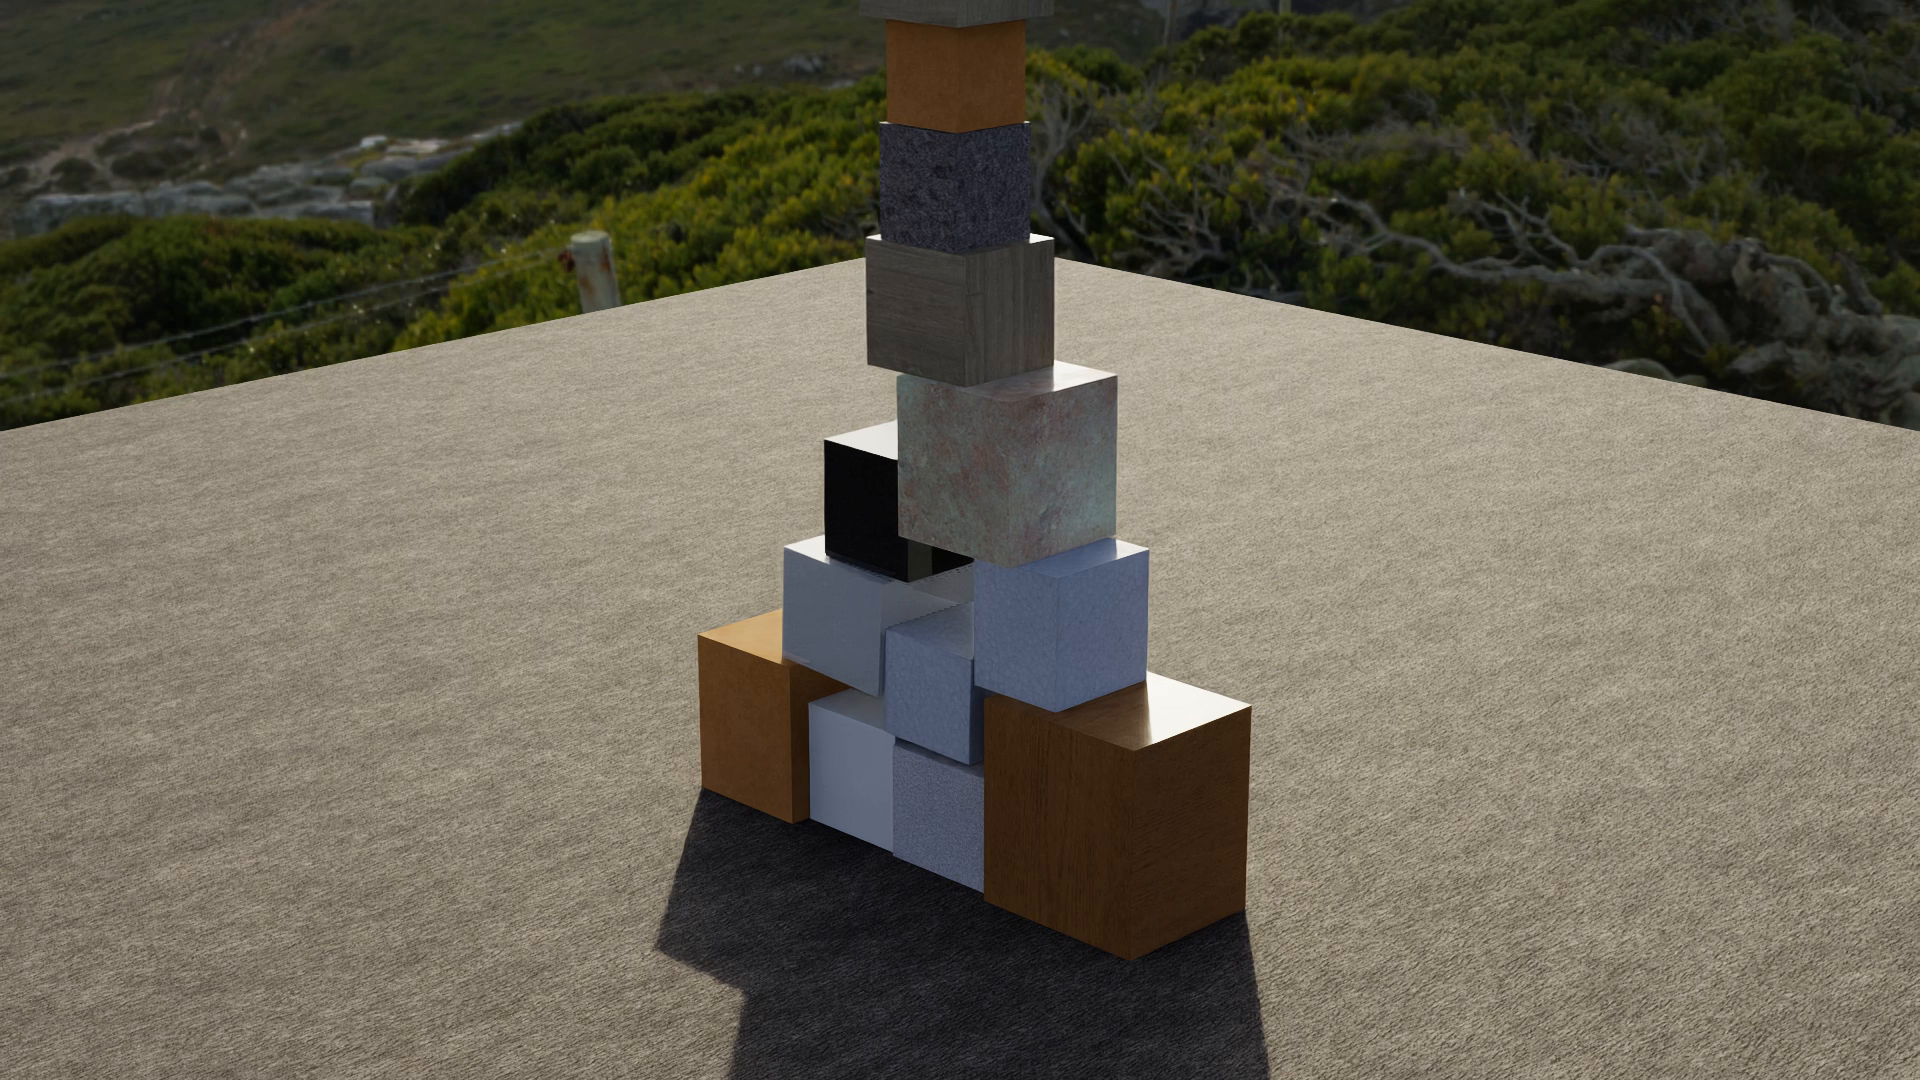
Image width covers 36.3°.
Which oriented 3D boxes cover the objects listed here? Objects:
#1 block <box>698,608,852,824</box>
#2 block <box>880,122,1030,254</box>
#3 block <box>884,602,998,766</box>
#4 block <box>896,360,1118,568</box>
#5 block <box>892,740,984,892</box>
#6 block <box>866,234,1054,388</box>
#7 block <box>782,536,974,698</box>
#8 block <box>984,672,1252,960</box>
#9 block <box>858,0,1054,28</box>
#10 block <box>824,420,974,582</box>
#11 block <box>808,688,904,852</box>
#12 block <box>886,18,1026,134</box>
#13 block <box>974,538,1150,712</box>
[{"bbox_3d":[-0.767,0.826,14.388,0.767,0.796,0.670,-17,24,-42],"label":"block"},{"bbox_3d":[-0.021,-1.574,12.844,0.471,0.513,0.463,-17,24,-42],"label":"block"},{"bbox_3d":[0.049,0.650,13.469,0.561,0.505,0.548,-17,25,-42],"label":"block"},{"bbox_3d":[0.210,-0.373,13.030,0.692,0.738,0.687,-17,23,-42],"label":"block"},{"bbox_3d":[0.136,1.209,13.576,0.626,0.554,0.640,-17,24,-42],"label":"block"},{"bbox_3d":[0.001,-1.058,13.023,0.564,0.577,0.619,-17,23,-42],"label":"block"},{"bbox_3d":[-0.363,0.307,13.829,0.671,0.554,0.665,-17,27,-42],"label":"block"},{"bbox_3d":[0.691,1.172,13.002,0.769,0.968,0.883,-17,24,-42],"label":"block"},{"bbox_3d":[-0.017,-2.561,12.546,0.589,0.626,0.598,-17,24,-42],"label":"block"},{"bbox_3d":[-0.237,-0.192,13.543,0.545,0.563,0.555,-17,25,-42],"label":"block"},{"bbox_3d":[-0.300,1.054,13.999,0.593,0.594,0.593,-17,24,-42],"label":"block"},{"bbox_3d":[-0.019,-2.041,12.703,0.419,0.462,0.429,-17,24,-42],"label":"block"},{"bbox_3d":[0.449,0.342,13.006,0.593,0.614,0.502,-17,24,-42],"label":"block"}]
